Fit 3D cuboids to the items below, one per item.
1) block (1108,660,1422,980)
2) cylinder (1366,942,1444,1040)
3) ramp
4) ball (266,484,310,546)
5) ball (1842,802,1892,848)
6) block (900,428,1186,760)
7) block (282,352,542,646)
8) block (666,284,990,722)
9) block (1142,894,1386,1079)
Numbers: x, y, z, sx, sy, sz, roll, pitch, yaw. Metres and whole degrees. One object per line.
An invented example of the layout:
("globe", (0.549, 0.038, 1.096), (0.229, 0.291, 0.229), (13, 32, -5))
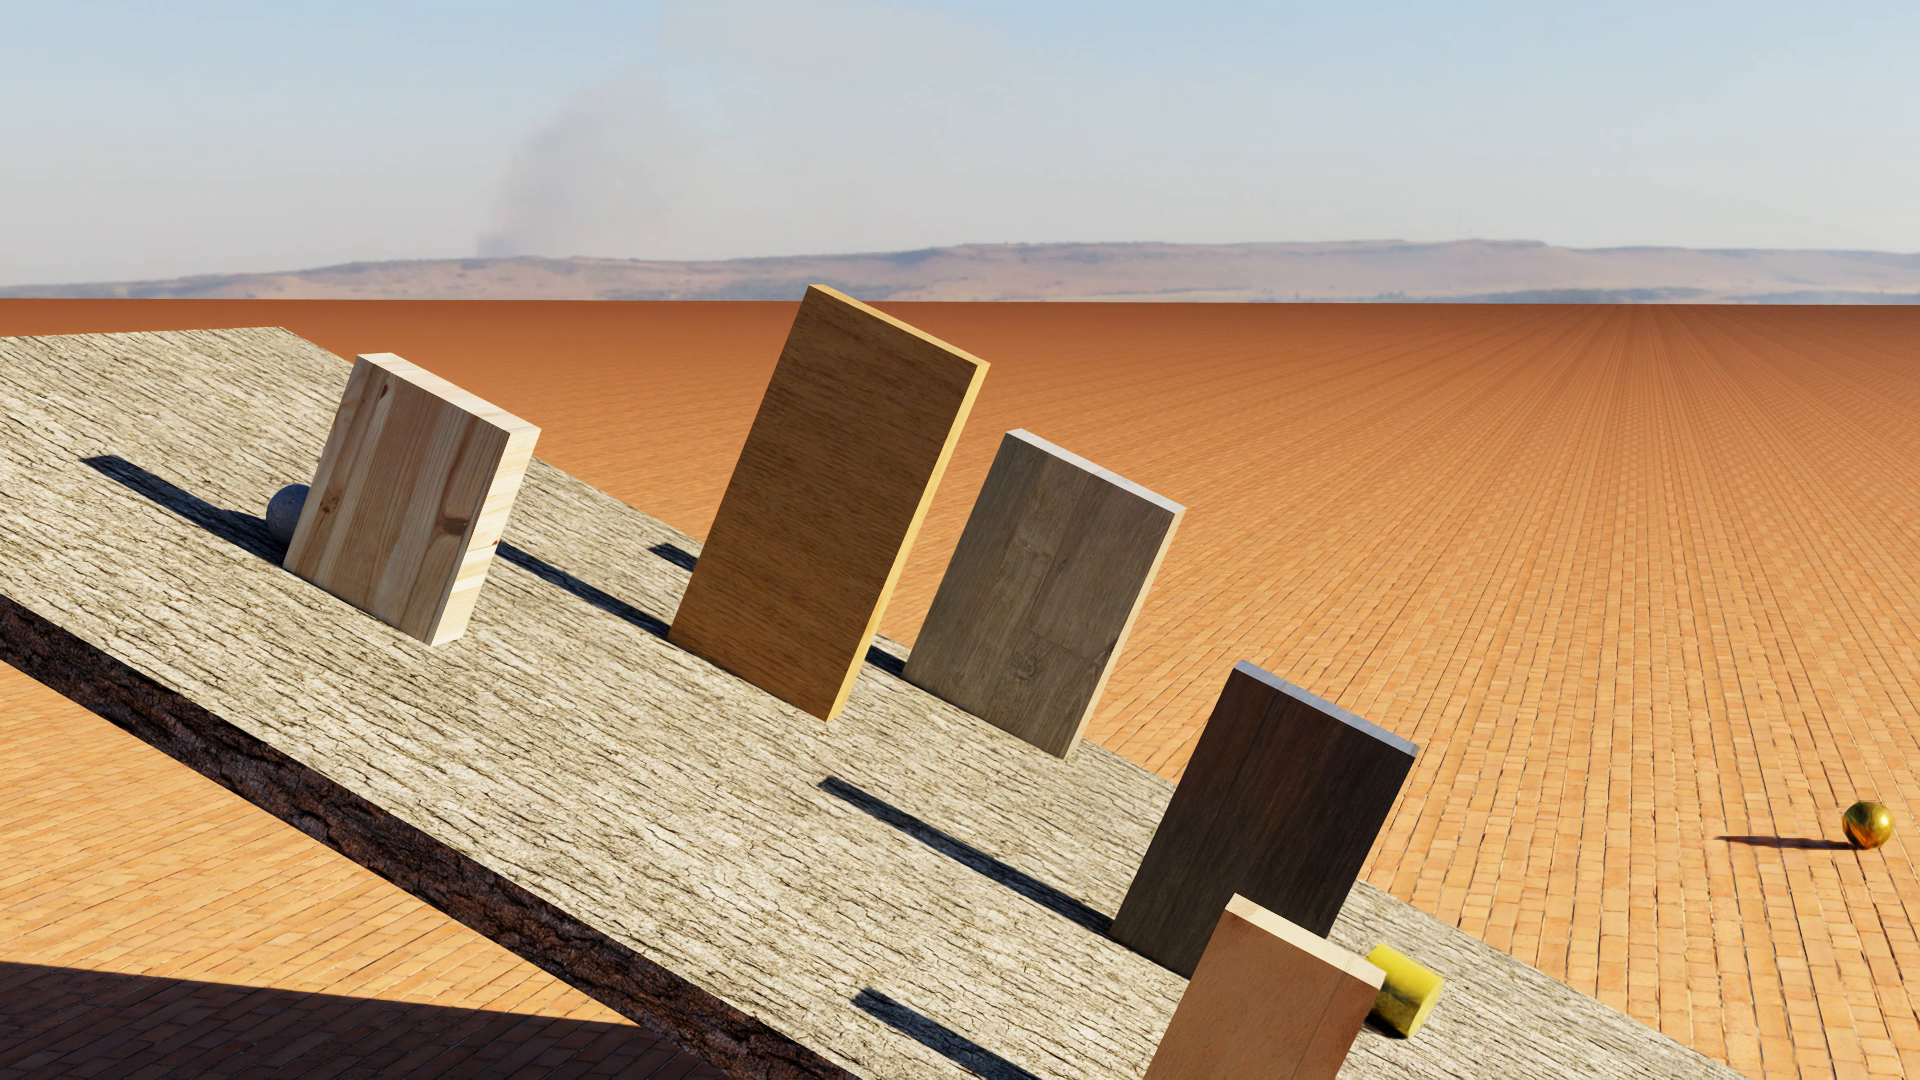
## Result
("block", (0.539, 0.541, 3.929), (0.349, 0.553, 0.092), (26, 13, 13))
("cylinder", (0.817, 0.846, 4.129), (0.130, 0.130, 0.130), (29, 20, 24))
("ramp", (-0.282, 0.487, 4.180), (4.000, 0.100, 2.000), (26, 13, 13))
("ball", (-1.244, -0.045, 4.145), (0.122, 0.122, 0.122), (0, 7, 0))
("ball", (2.931, 0.921, 7.105), (0.152, 0.152, 0.152), (0, 7, 0))
("block", (0.181, 0.118, 4.868), (0.412, 0.606, 0.122), (26, 13, 13))
("block", (-1.002, -0.076, 4.011), (0.333, 0.426, 0.113), (26, 13, 13))
("block", (-0.272, -0.073, 4.436), (0.382, 0.792, 0.085), (26, 13, 13))
("block", (0.420, 0.756, 3.207), (0.243, 0.404, 0.084), (26, 13, 13))
